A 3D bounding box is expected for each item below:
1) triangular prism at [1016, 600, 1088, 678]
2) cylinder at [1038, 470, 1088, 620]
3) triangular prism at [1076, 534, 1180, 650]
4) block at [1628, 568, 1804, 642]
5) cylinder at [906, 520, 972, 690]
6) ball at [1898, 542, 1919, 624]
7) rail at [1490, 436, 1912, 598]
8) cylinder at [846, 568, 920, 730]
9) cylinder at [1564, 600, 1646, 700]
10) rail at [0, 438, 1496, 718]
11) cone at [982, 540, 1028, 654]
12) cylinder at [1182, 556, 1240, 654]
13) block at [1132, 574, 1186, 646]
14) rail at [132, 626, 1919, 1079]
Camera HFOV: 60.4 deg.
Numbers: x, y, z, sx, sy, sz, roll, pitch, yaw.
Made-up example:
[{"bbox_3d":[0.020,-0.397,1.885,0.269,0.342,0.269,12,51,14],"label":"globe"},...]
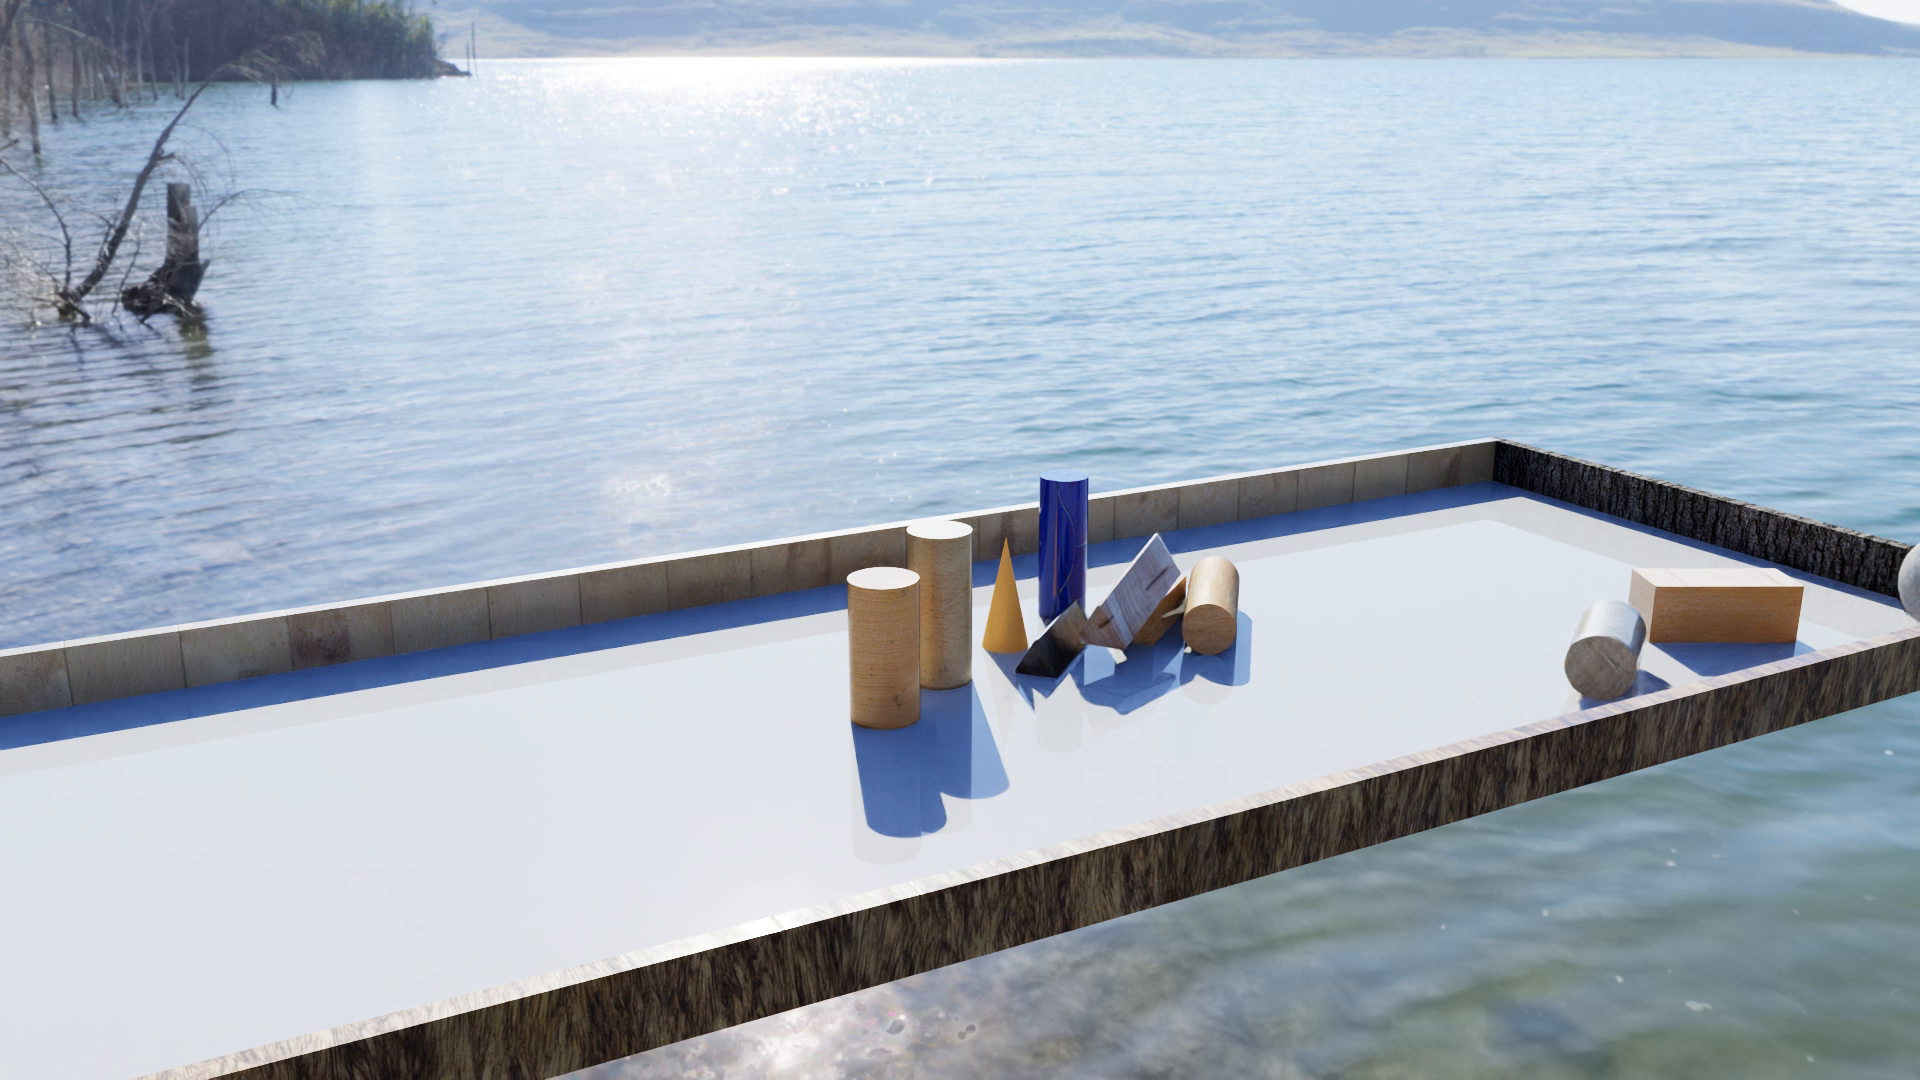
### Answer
[{"bbox_3d":[0.253,0.250,4.326,0.110,0.095,0.348,6,18,19],"label":"triangular prism"},{"bbox_3d":[0.287,0.013,4.602,0.136,0.399,0.136,0,16,0],"label":"cylinder"},{"bbox_3d":[0.447,0.125,4.347,0.135,0.117,0.421,9,30,25],"label":"triangular prism"},{"bbox_3d":[2.043,0.177,4.473,0.395,0.158,0.158,0,16,0],"label":"block"},{"bbox_3d":[-0.050,0.162,4.109,0.162,0.391,0.162,0,16,0],"label":"cylinder"},{"bbox_3d":[2.691,0.116,4.427,0.301,0.301,0.301,0,16,0],"label":"ball"},{"bbox_3d":[2.466,-0.048,5.253,0.050,0.150,2.100,-9,18,-27],"label":"rail"},{"bbox_3d":[-0.178,0.254,3.877,0.168,0.346,0.168,0,16,0],"label":"cylinder"},{"bbox_3d":[1.621,0.271,4.138,0.165,0.165,0.304,8,18,25],"label":"cylinder"},{"bbox_3d":[-3.305,0.497,3.399,12.000,0.150,0.050,-9,18,-27],"label":"rail"},{"bbox_3d":[0.120,0.135,4.358,0.125,0.302,0.125,0,16,0],"label":"cone"},{"bbox_3d":[0.689,0.174,4.512,0.142,0.142,0.433,3,17,10],"label":"cylinder"},{"bbox_3d":[0.527,0.184,4.538,0.107,0.107,0.311,7,18,22],"label":"block"},{"bbox_3d":[-2.336,1.006,1.665,12.000,0.150,0.050,-9,18,-27],"label":"rail"}]
